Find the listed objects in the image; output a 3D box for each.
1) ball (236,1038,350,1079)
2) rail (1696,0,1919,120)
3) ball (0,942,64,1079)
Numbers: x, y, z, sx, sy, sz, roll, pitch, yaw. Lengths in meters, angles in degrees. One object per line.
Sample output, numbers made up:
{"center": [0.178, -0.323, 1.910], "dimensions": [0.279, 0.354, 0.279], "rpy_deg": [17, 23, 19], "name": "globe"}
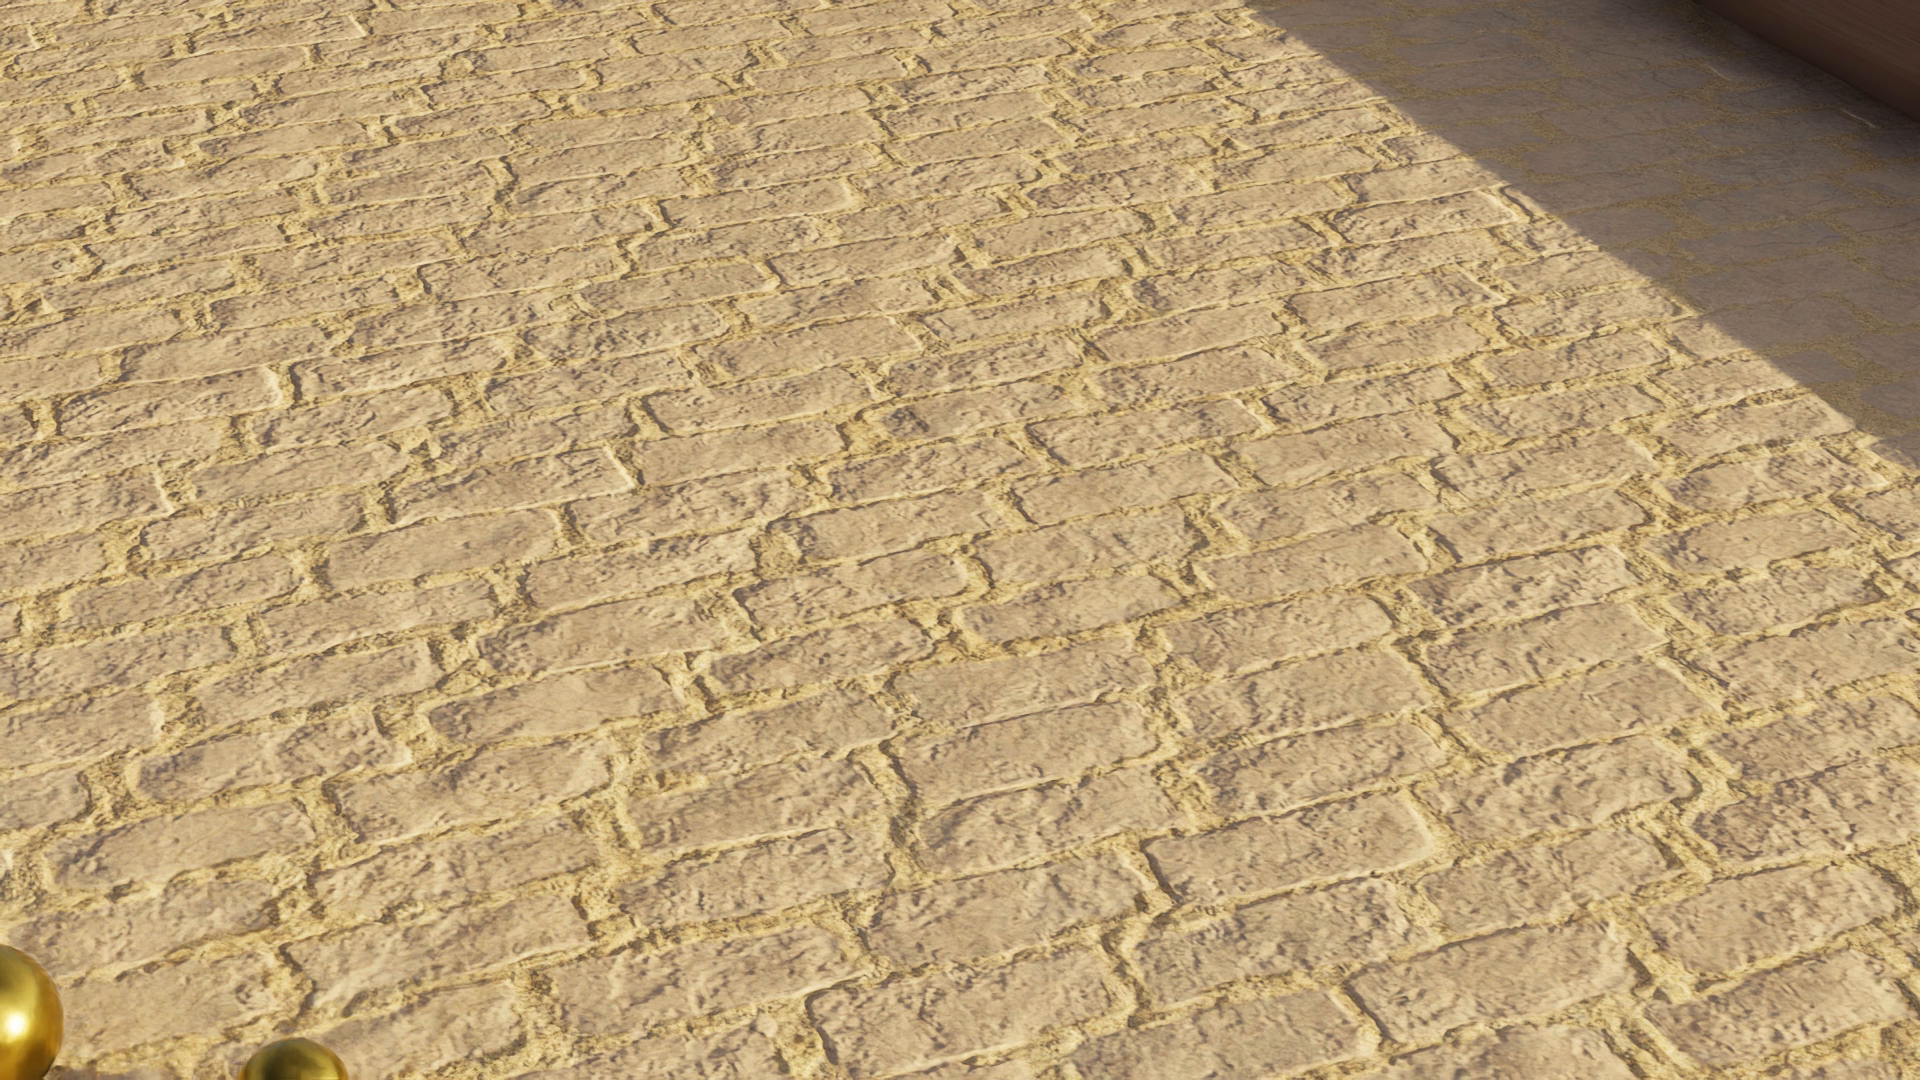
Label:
{"center": [-0.311, 0.259, 1.370], "dimensions": [0.054, 0.054, 0.054], "rpy_deg": [0, 28, 0], "name": "ball"}
{"center": [0.669, -0.617, 2.934], "dimensions": [0.045, 0.113, 3.791], "rpy_deg": [-10, 30, -18], "name": "rail"}
{"center": [-0.467, 0.231, 1.395], "dimensions": [0.081, 0.081, 0.081], "rpy_deg": [0, 28, 0], "name": "ball"}
